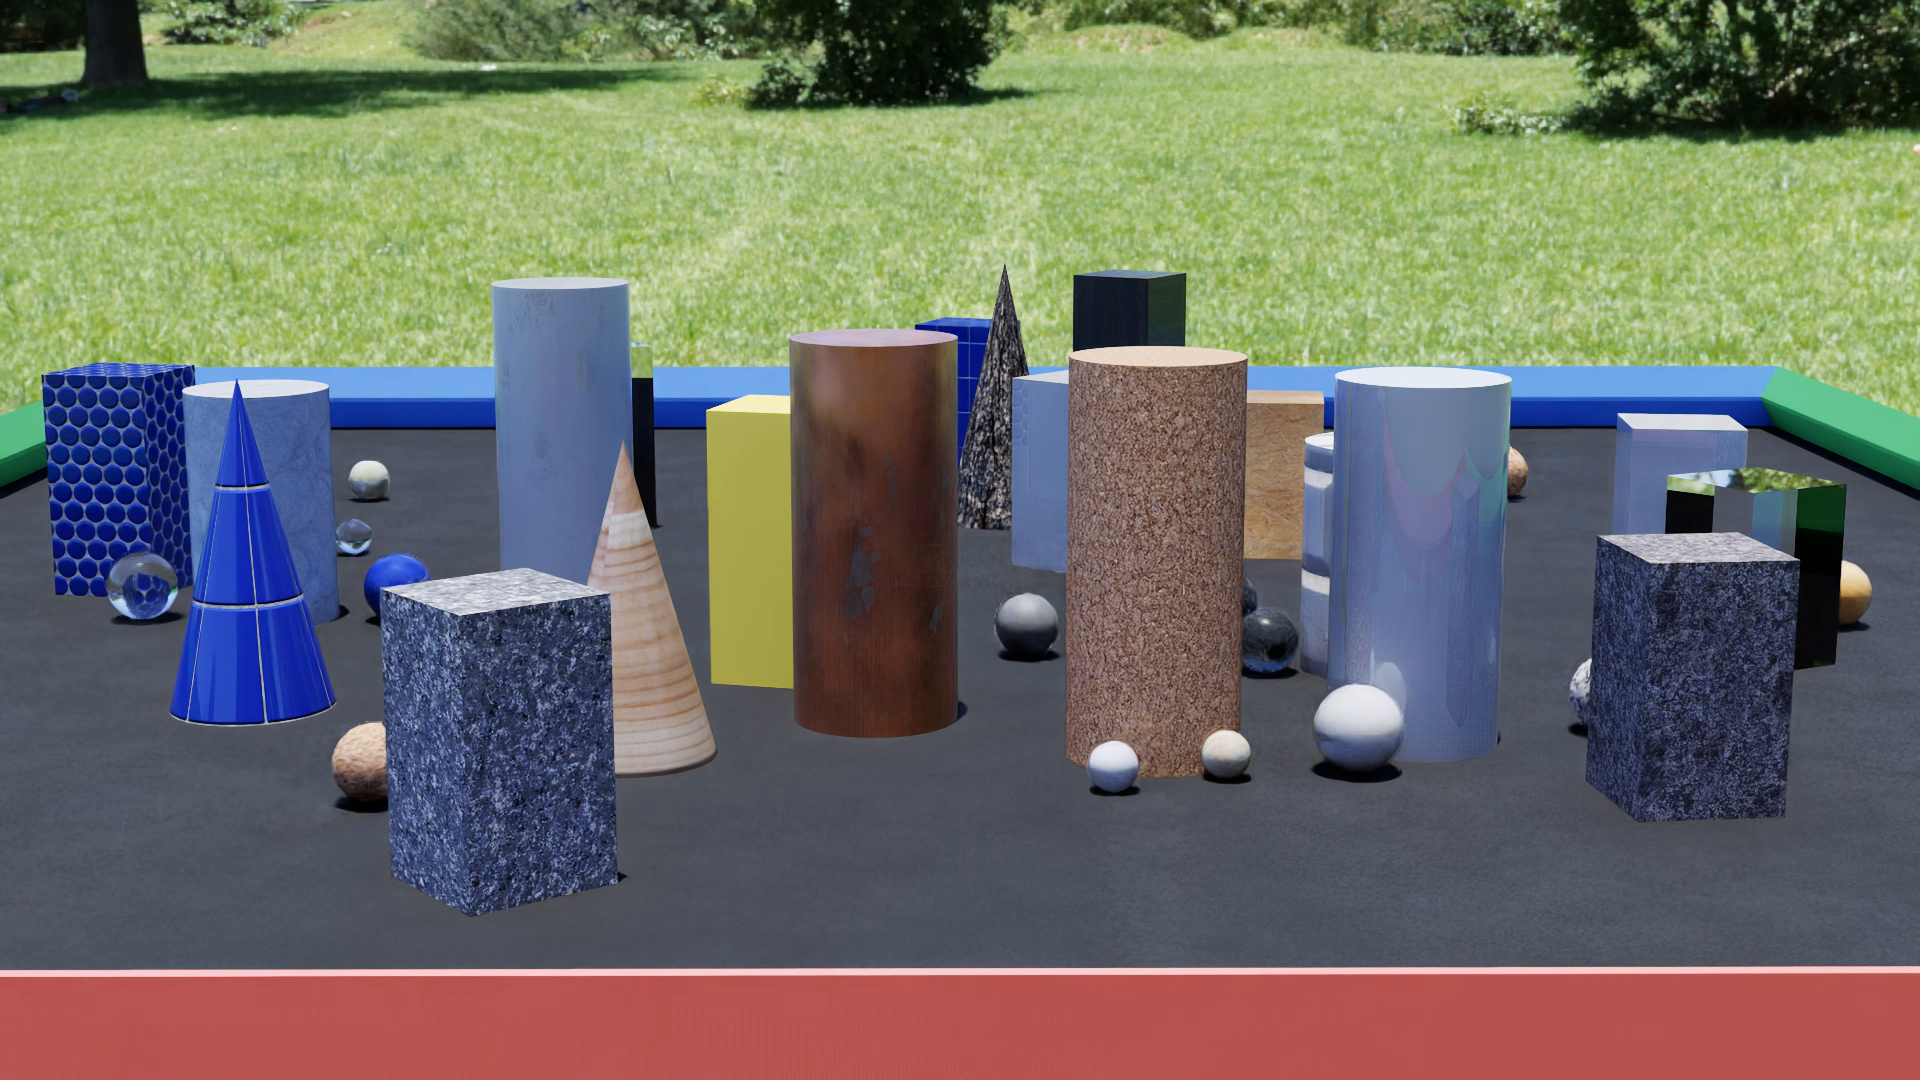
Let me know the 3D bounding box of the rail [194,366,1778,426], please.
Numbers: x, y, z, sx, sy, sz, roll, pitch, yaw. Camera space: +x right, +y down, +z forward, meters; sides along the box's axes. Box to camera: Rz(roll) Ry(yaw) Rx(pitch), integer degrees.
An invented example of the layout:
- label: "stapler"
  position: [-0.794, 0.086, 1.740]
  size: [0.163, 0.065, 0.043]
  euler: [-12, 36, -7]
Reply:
- label: "rail"
  position: [-0.010, -0.284, 5.133]
  size: [3.309, 0.120, 0.045]
  euler: [0, 11, 0]

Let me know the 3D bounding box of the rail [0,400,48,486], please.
- label: "rail"
  position: [-1.631, 0.033, 3.440]
  size: [0.045, 0.120, 3.472]
  euler: [0, 11, 0]

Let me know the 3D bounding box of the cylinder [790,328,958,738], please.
- label: "cylinder"
  position: [-0.094, -0.012, 2.845]
  size: [0.185, 0.428, 0.185]
  euler: [0, 11, 0]

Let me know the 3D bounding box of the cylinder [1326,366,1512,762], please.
- label: "cylinder"
  position: [0.489, 0.022, 2.749]
  size: [0.185, 0.396, 0.185]
  euler: [0, 11, 0]

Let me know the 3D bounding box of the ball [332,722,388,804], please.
- label: "ball"
  position: [-0.582, 0.221, 2.545]
  size: [0.080, 0.080, 0.080]
  euler: [0, 11, 0]

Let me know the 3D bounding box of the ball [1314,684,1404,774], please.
- label: "ball"
  position: [0.412, 0.195, 2.654]
  size: [0.092, 0.092, 0.092]
  euler: [0, 11, 0]

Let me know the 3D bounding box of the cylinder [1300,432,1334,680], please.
- label: "cylinder"
  position: [0.505, 0.019, 3.093]
  size: [0.185, 0.277, 0.185]
  euler: [0, 11, 0]

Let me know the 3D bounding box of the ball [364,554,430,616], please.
- label: "ball"
  position: [-0.740, 0.063, 3.373]
  size: [0.088, 0.088, 0.088]
  euler: [0, 11, 0]

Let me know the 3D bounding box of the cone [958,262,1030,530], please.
- label: "cone"
  position: [0.071, -0.235, 4.080]
  size: [0.185, 0.413, 0.185]
  euler: [0, 11, 0]

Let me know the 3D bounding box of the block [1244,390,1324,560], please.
- label: "block"
  position: [0.467, -0.100, 3.847]
  size: [0.148, 0.232, 0.148]
  euler: [1, 11, 7]

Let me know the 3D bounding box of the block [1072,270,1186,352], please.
- label: "block"
  position: [0.300, -0.295, 4.559]
  size: [0.148, 0.355, 0.148]
  euler: [6, 12, 31]

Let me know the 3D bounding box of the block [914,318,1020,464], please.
- label: "block"
  position: [0.015, -0.267, 4.672]
  size: [0.148, 0.258, 0.148]
  euler: [4, 11, 21]

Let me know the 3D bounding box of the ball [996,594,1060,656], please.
- label: "ball"
  position: [0.084, 0.105, 3.173]
  size: [0.078, 0.078, 0.078]
  euler: [0, 11, 0]

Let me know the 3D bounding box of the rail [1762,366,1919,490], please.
- label: "rail"
  position: [1.631, 0.029, 3.459]
  size: [0.045, 0.120, 3.472]
  euler: [0, 11, 0]

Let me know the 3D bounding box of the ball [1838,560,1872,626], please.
- label: "ball"
  position: [1.143, 0.069, 3.342]
  size: [0.087, 0.087, 0.087]
  euler: [0, 11, 0]

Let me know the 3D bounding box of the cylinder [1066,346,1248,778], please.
- label: "cylinder"
  position: [0.205, 0.019, 2.691]
  size: [0.185, 0.425, 0.185]
  euler: [0, 11, 0]

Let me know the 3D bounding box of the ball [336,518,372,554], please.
- label: "ball"
  position: [-0.905, -0.005, 3.829]
  size: [0.053, 0.053, 0.053]
  euler: [0, 11, 0]

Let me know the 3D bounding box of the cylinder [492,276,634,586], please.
- label: "cylinder"
  position: [-0.538, -0.135, 3.496]
  size: [0.185, 0.431, 0.185]
  euler: [0, 11, 0]

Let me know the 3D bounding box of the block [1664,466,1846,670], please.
- label: "block"
  position: [0.970, 0.036, 3.144]
  size: [0.148, 0.223, 0.148]
  euler: [-5, 12, -26]

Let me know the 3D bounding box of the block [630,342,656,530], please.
- label: "block"
  position: [-0.581, -0.163, 4.032]
  size: [0.148, 0.289, 0.148]
  euler: [-7, 13, -35]

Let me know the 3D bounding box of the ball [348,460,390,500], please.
- label: "ball"
  position: [-0.991, -0.101, 4.303]
  size: [0.067, 0.067, 0.067]
  euler: [0, 11, 0]

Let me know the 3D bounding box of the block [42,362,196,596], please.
- label: "block"
  position: [-1.161, -0.085, 3.570]
  size: [0.148, 0.305, 0.148]
  euler: [2, 11, 12]

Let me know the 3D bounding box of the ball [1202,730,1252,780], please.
- label: "ball"
  position: [0.273, 0.220, 2.632]
  size: [0.051, 0.051, 0.051]
  euler: [0, 11, 0]

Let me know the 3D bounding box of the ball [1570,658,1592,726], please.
- label: "ball"
  position: [0.713, 0.168, 2.813]
  size: [0.087, 0.087, 0.087]
  euler: [0, 11, 0]

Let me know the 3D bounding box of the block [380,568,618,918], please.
- label: "block"
  position: [-0.411, 0.175, 2.287]
  size: [0.148, 0.266, 0.148]
  euler: [-9, 14, -38]

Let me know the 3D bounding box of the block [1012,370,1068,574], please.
- label: "block"
  position: [0.180, -0.100, 3.732]
  size: [0.148, 0.275, 0.148]
  euler: [9, 14, 40]

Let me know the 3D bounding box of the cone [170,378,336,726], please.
- label: "cone"
  position: [-0.807, 0.004, 2.897]
  size: [0.185, 0.378, 0.185]
  euler: [0, 11, 0]

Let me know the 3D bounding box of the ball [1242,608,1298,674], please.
- label: "ball"
  position: [0.367, 0.121, 3.085]
  size: [0.078, 0.078, 0.078]
  euler: [0, 11, 0]

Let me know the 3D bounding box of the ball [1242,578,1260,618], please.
- label: "ball"
  position: [0.347, 0.081, 3.304]
  size: [0.076, 0.076, 0.076]
  euler: [0, 11, 0]

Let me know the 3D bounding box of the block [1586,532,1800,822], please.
- label: "block"
  position: [0.722, 0.133, 2.541]
  size: [0.148, 0.255, 0.148]
  euler: [-1, 11, -6]

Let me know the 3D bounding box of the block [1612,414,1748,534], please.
- label: "block"
  position: [0.967, -0.036, 3.462]
  size: [0.148, 0.249, 0.148]
  euler: [1, 11, 6]

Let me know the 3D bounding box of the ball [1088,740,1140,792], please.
- label: "ball"
  position: [0.155, 0.228, 2.587]
  size: [0.051, 0.051, 0.051]
  euler: [0, 11, 0]

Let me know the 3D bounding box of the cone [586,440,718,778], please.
- label: "cone"
  position: [-0.350, 0.062, 2.695]
  size: [0.185, 0.338, 0.185]
  euler: [0, 11, 0]

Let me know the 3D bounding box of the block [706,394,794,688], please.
- label: "block"
  position: [-0.204, 0.000, 3.060]
  size: [0.148, 0.326, 0.148]
  euler: [3, 11, 15]

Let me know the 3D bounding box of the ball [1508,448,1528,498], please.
- label: "ball"
  position: [0.909, -0.114, 4.311]
  size: [0.089, 0.089, 0.089]
  euler: [0, 11, 0]

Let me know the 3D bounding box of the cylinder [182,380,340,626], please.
- label: "cylinder"
  position: [-0.916, -0.047, 3.365]
  size: [0.185, 0.306, 0.185]
  euler: [0, 11, 0]

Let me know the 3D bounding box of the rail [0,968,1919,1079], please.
- label: "rail"
  position: [0.010, 0.346, 1.767]
  size: [3.309, 0.120, 0.045]
  euler: [0, 11, 0]

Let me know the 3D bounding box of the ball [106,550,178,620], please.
- label: "ball"
  position: [-1.077, 0.060, 3.380]
  size: [0.091, 0.091, 0.091]
  euler: [0, 11, 0]
